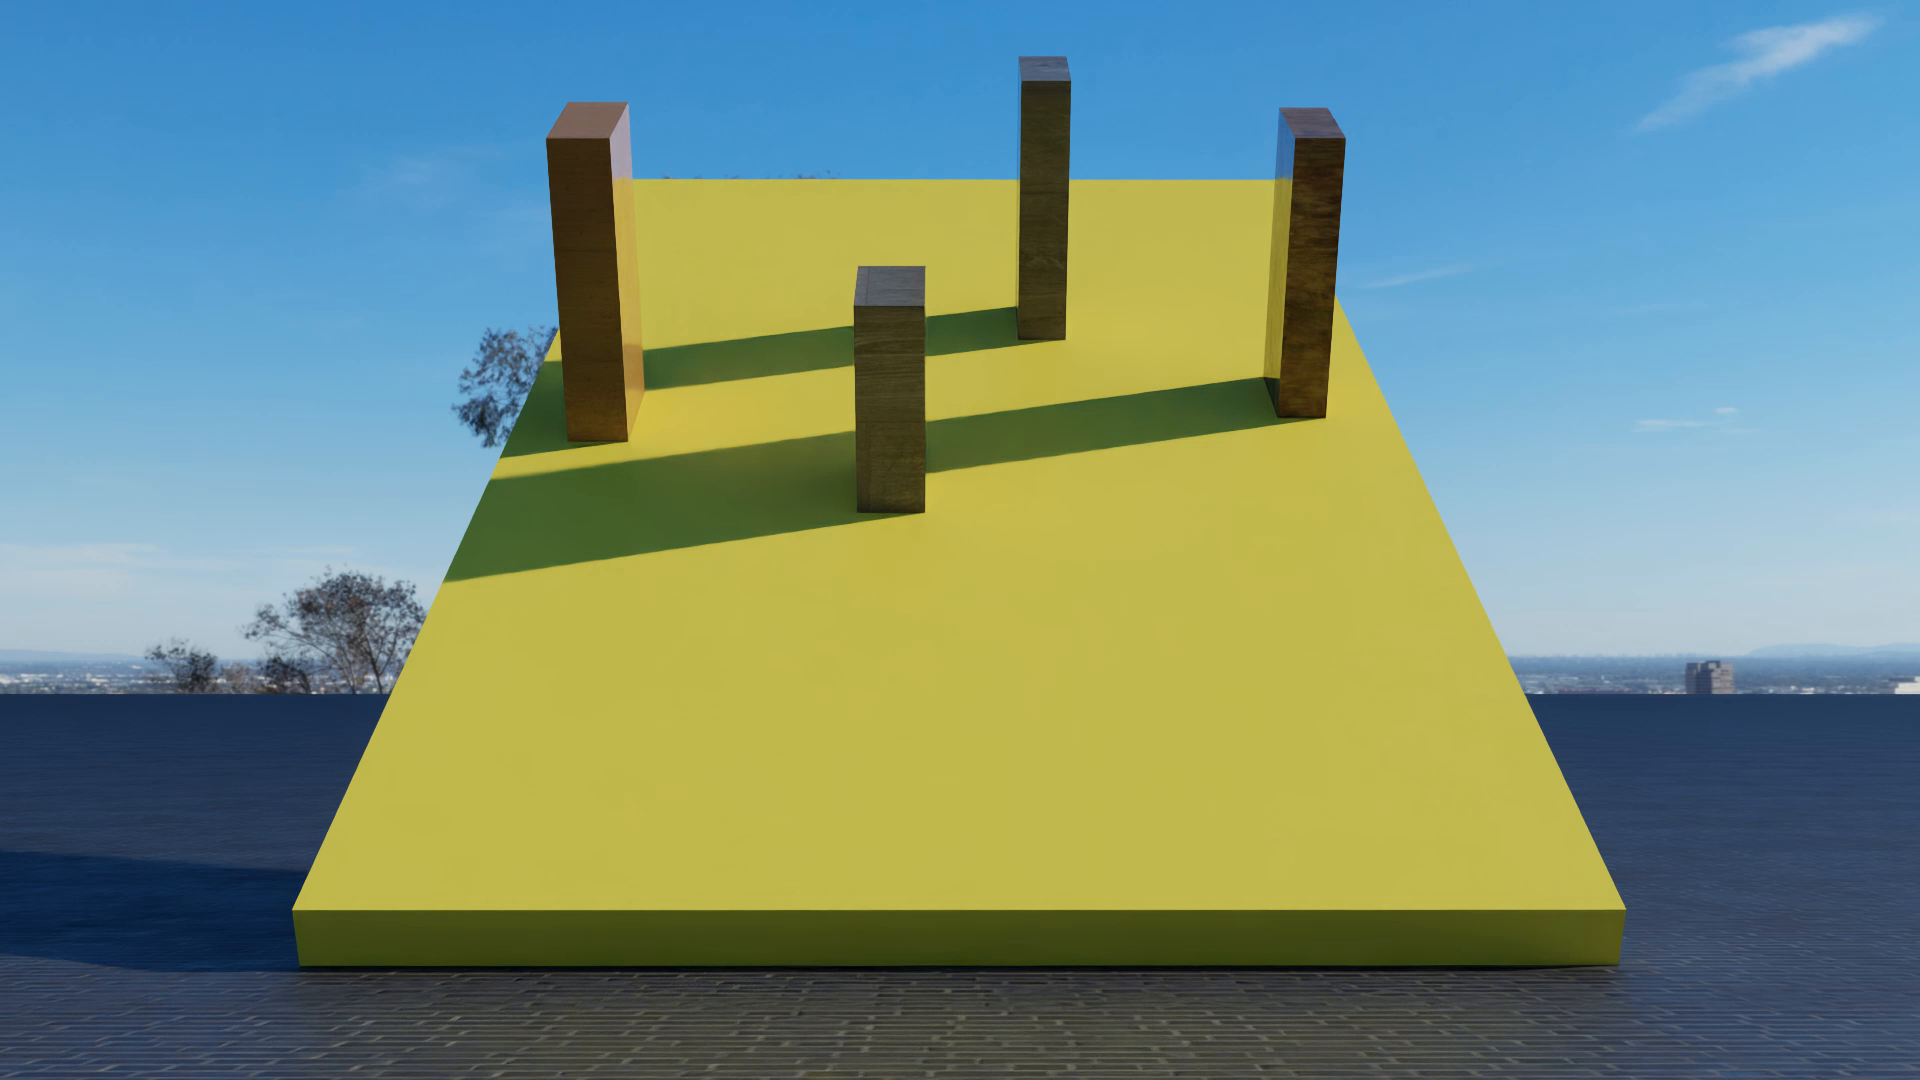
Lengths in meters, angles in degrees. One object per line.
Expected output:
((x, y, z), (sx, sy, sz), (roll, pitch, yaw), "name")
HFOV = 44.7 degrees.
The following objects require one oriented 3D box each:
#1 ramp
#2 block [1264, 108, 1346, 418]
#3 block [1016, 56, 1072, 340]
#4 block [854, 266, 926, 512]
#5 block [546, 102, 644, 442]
((-0.008, -0.229, 5.338), (2.000, 0.100, 4.000), (0, 24, 0), "ramp")
((0.781, -0.631, 5.319), (0.110, 0.652, 0.271), (0, 24, 0), "block")
((0.204, -0.848, 5.795), (0.119, 0.650, 0.259), (0, 24, 0), "block")
((-0.143, -0.315, 4.862), (0.141, 0.451, 0.259), (0, 24, 0), "block")
((-0.805, -0.597, 5.192), (0.134, 0.688, 0.315), (0, 24, 0), "block")
